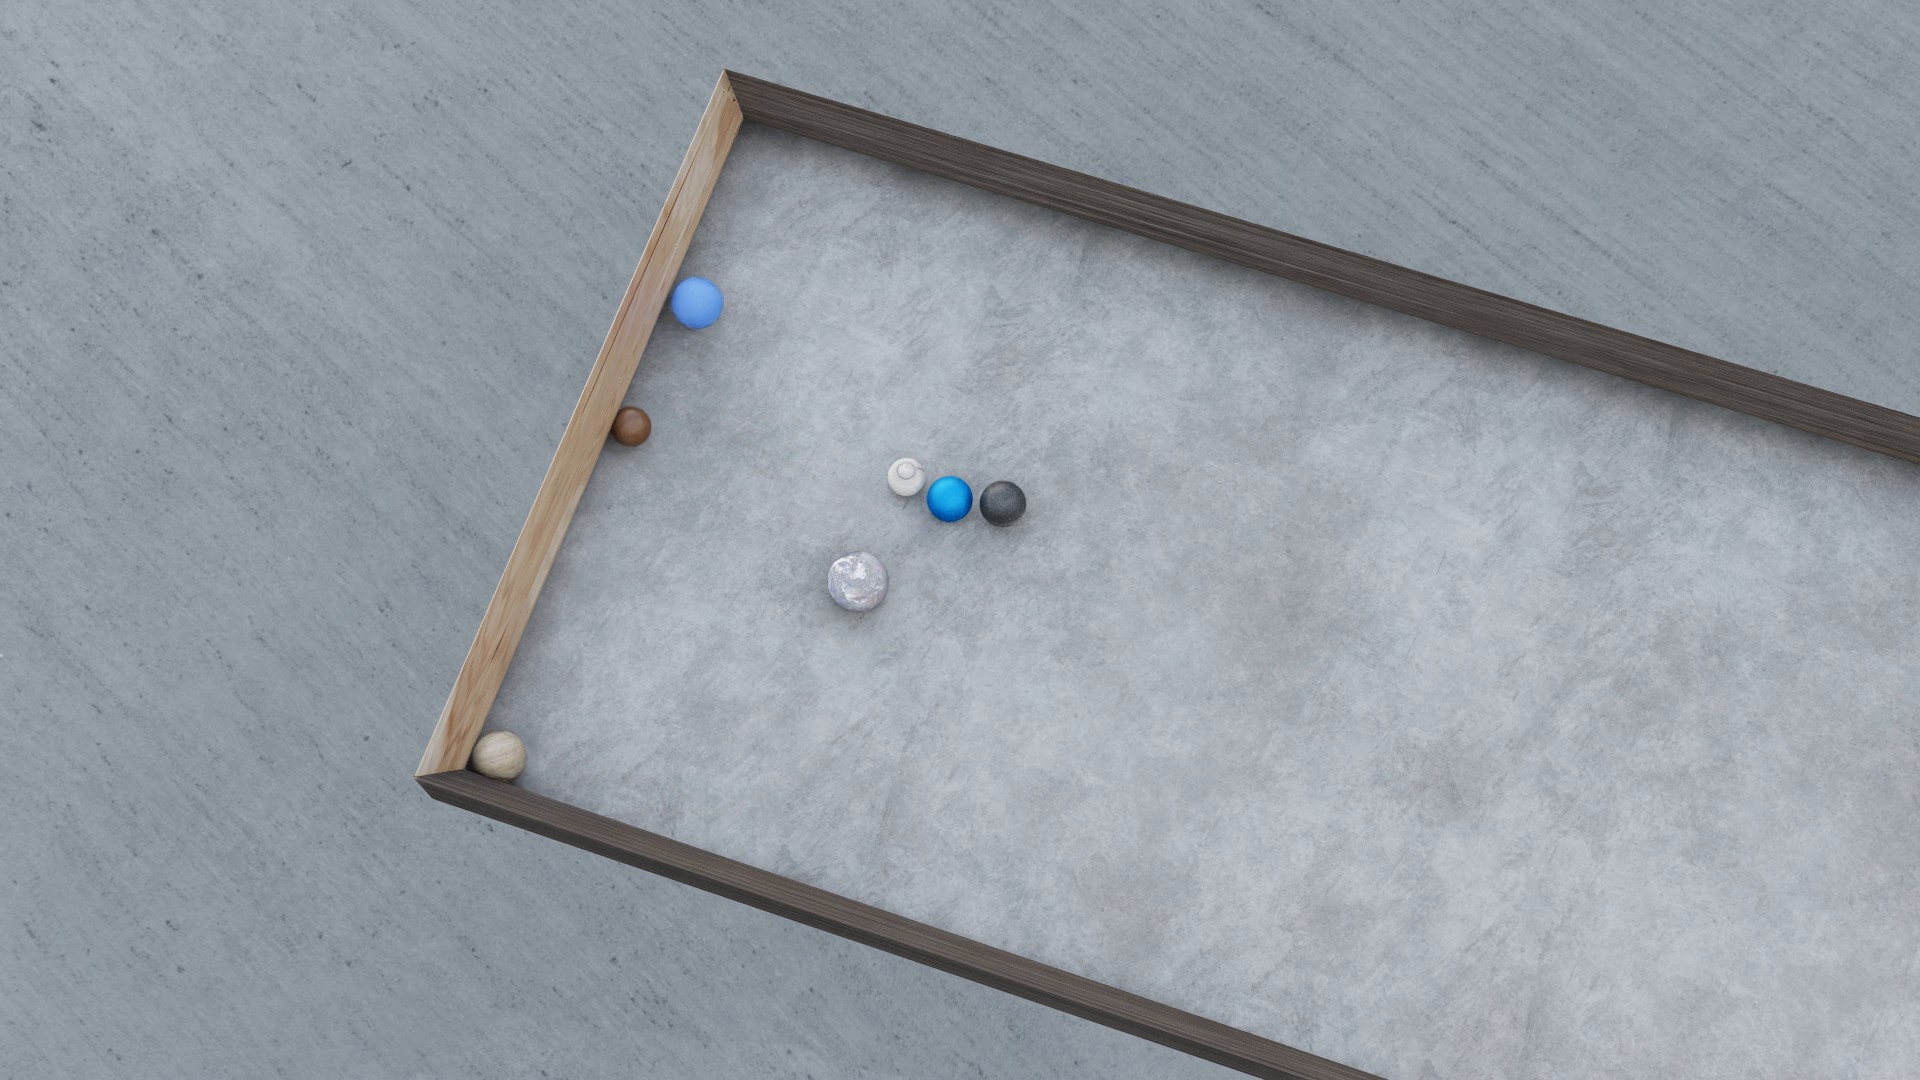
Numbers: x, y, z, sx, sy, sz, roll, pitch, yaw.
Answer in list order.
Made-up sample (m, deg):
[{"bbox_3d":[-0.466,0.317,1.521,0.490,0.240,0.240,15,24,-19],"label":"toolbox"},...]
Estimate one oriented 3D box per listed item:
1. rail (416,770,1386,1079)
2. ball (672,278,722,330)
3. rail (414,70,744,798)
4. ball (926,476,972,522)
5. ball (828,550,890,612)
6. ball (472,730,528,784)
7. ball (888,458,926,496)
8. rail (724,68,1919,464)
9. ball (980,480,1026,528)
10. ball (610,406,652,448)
[{"bbox_3d":[0.402,0.727,3.154,2.527,0.125,0.045,17,70,7],"label":"rail"},{"bbox_3d":[-0.431,-0.388,3.604,0.084,0.084,0.084,0,69,0],"label":"ball"},{"bbox_3d":[-0.576,-0.190,3.505,0.045,0.125,1.285,17,70,7],"label":"rail"},{"bbox_3d":[-0.016,-0.065,3.486,0.073,0.073,0.073,0,69,0],"label":"ball"},{"bbox_3d":[-0.158,0.065,3.424,0.096,0.096,0.096,0,69,0],"label":"ball"},{"bbox_3d":[-0.698,0.329,3.330,0.083,0.083,0.083,0,69,0],"label":"ball"},{"bbox_3d":[-0.085,-0.100,3.506,0.061,0.061,0.061,0,69,0],"label":"ball"},{"bbox_3d":[0.796,-0.369,3.574,2.527,0.125,0.045,17,70,7],"label":"rail"},{"bbox_3d":[0.068,-0.057,3.482,0.075,0.075,0.075,0,69,0],"label":"ball"},{"bbox_3d":[-0.529,-0.182,3.535,0.066,0.066,0.066,0,69,0],"label":"ball"}]
